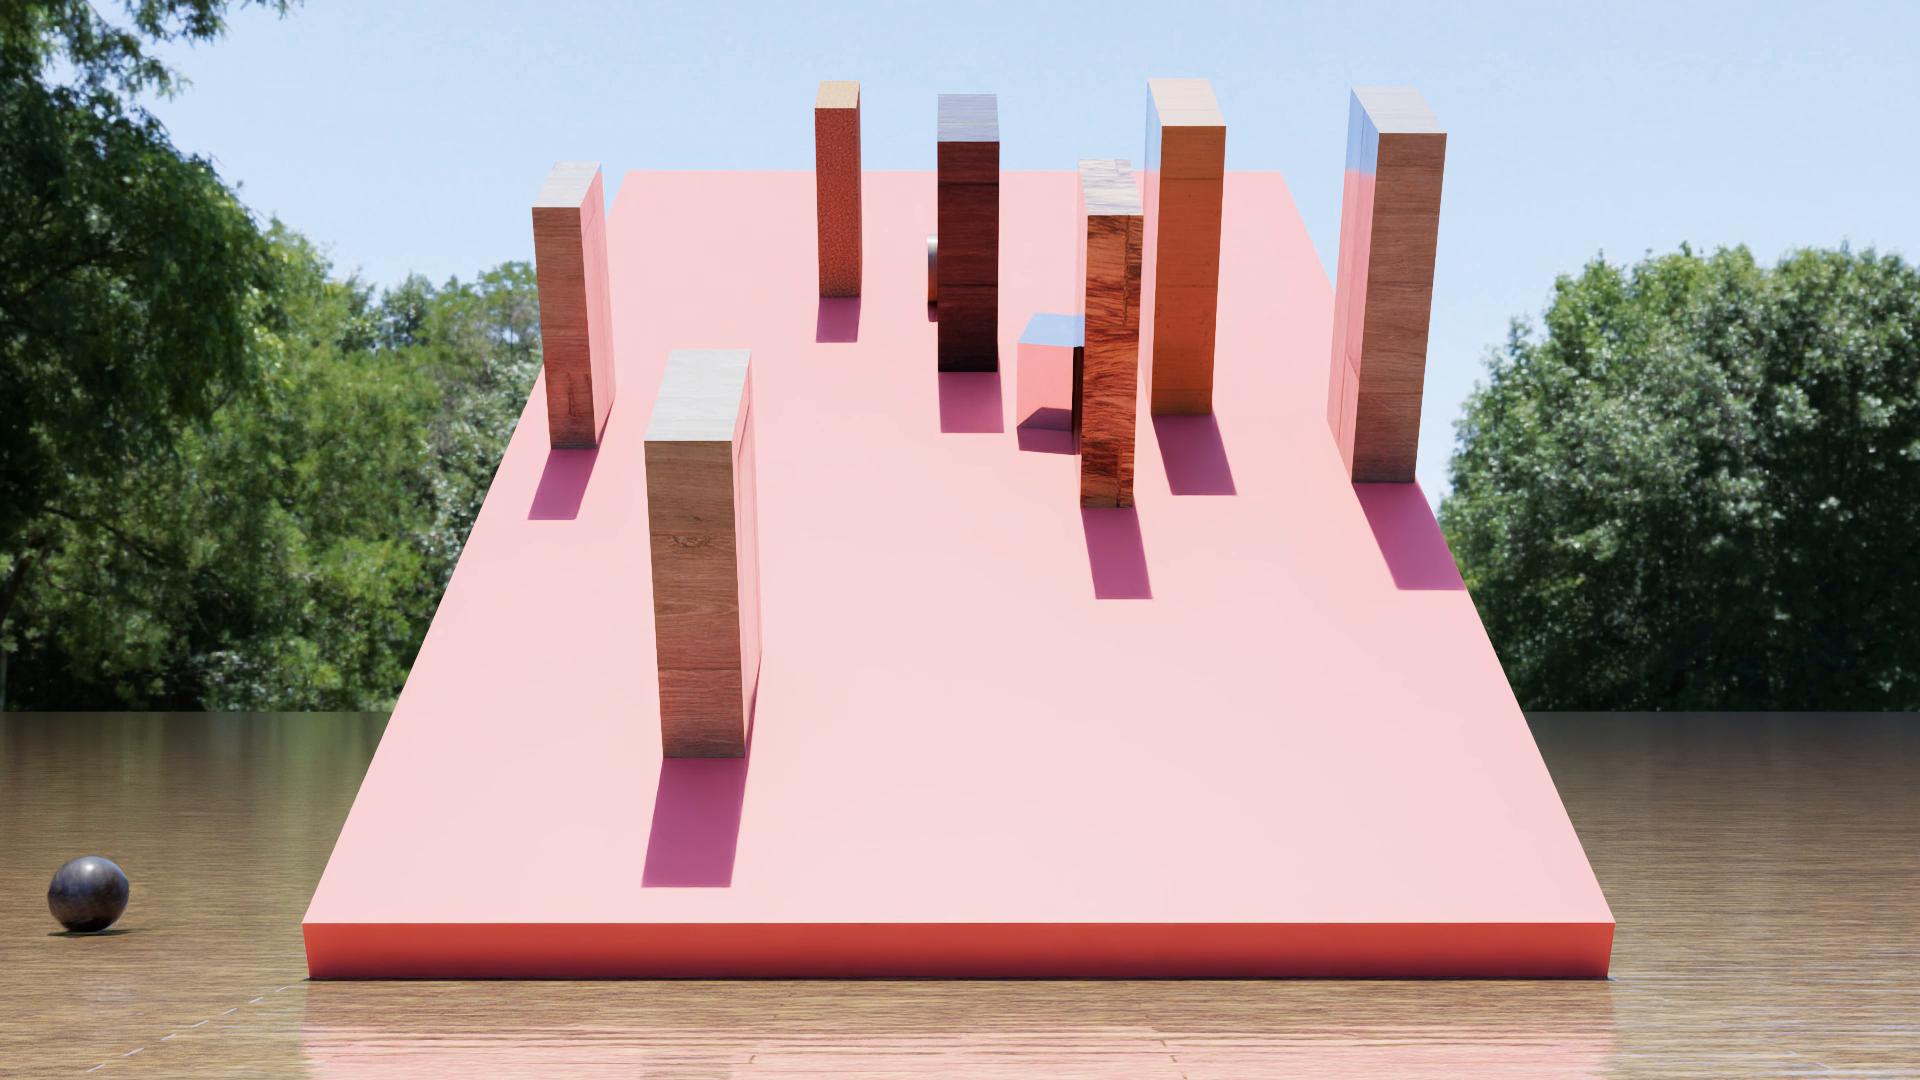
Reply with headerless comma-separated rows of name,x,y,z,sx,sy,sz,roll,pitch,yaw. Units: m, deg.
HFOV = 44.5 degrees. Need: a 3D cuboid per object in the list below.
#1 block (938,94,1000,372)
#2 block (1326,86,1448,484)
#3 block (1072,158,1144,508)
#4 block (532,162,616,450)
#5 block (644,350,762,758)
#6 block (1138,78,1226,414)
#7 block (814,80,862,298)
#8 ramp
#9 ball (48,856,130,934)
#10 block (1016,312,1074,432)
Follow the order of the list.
block,0.018,-0.753,5.726,0.145,0.570,0.425,0,25,0
block,0.913,-0.551,5.067,0.138,0.773,0.366,0,25,0
block,0.308,-0.443,4.990,0.111,0.641,0.397,0,25,0
block,-0.860,-0.528,5.258,0.102,0.559,0.342,0,25,0
block,-0.438,0.019,4.073,0.141,0.589,0.411,0,25,0
block,0.510,-0.686,5.457,0.141,0.681,0.413,0,25,0
block,-0.316,-0.922,6.156,0.105,0.504,0.276,0,25,0
ramp,-0.009,-0.229,5.402,2.000,0.100,4.000,0,25,0
ball,-1.600,0.651,4.309,0.142,0.142,0.142,0,-4,0
block,0.250,-0.383,5.373,0.205,0.205,0.205,6,26,11
